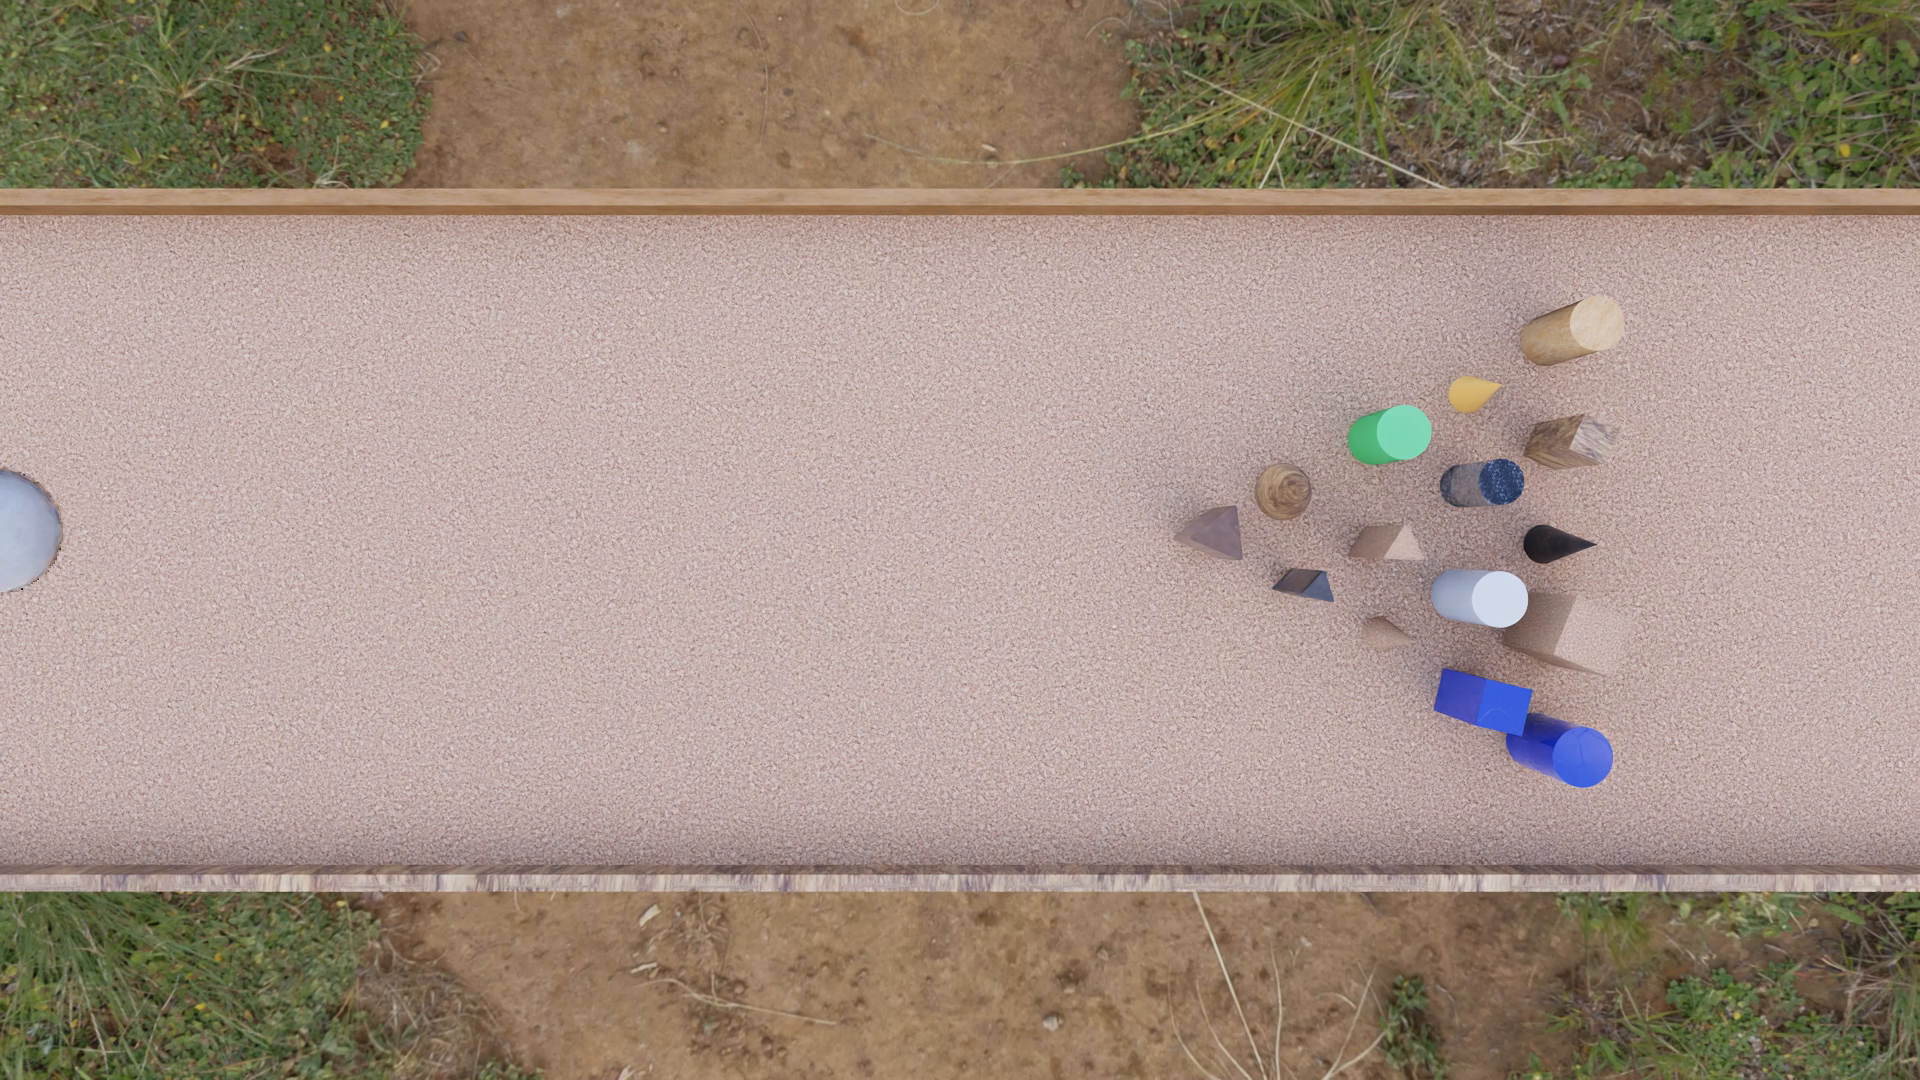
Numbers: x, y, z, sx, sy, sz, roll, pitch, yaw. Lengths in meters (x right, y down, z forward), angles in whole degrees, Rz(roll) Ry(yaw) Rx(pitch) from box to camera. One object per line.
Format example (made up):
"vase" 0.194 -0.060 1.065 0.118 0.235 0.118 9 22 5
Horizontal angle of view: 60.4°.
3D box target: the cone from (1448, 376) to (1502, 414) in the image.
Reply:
"cone" 1.561 -0.448 4.911 0.114 0.332 0.114 0 90 0

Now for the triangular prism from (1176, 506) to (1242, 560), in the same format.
"triangular prism" 0.755 -0.036 4.878 0.155 0.397 0.135 23 90 0

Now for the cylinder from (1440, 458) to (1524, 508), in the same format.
"cylinder" 1.543 -0.166 4.887 0.132 0.378 0.132 0 90 0

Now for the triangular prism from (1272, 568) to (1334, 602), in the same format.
"triangular prism" 1.014 0.124 4.852 0.090 0.450 0.078 14 90 0

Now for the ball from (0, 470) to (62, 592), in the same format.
"ball" -2.877 -0.027 4.891 0.371 0.371 0.371 0 90 0

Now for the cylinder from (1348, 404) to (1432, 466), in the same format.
"cylinder" 1.273 -0.309 4.902 0.157 0.349 0.157 0 90 0

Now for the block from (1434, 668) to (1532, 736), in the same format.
"block" 1.538 0.474 4.869 0.134 0.415 0.134 13 90 0

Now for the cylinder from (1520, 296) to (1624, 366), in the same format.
"cylinder" 1.804 -0.613 4.872 0.156 0.408 0.156 0 90 0

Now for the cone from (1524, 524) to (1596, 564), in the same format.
"cone" 1.795 0.013 4.858 0.121 0.437 0.121 0 90 0

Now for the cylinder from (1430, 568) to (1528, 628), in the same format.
"cylinder" 1.529 0.168 4.873 0.160 0.407 0.160 0 90 0

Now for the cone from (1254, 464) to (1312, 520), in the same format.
"cone" 0.995 -0.148 4.899 0.177 0.355 0.177 0 90 0

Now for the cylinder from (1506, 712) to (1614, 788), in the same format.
"cylinder" 1.766 0.617 4.877 0.172 0.399 0.172 0 90 0

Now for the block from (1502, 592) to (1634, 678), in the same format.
"block" 1.780 0.272 4.853 0.176 0.447 0.176 22 90 0

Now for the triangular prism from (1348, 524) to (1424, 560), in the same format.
"triangular prism" 1.251 0.004 4.855 0.111 0.444 0.096 3 90 0

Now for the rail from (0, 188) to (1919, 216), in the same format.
"rail" -2.247 -1.025 5.002 12.000 0.150 0.050 0 90 0

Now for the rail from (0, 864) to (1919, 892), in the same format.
"rail" -2.247 1.025 5.001 12.000 0.150 0.050 0 90 0

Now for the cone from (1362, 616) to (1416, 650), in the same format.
"cone" 1.288 0.287 4.859 0.101 0.434 0.101 0 90 0

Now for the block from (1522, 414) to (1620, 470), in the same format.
"block" 1.803 -0.287 4.881 0.109 0.392 0.109 24 90 0
